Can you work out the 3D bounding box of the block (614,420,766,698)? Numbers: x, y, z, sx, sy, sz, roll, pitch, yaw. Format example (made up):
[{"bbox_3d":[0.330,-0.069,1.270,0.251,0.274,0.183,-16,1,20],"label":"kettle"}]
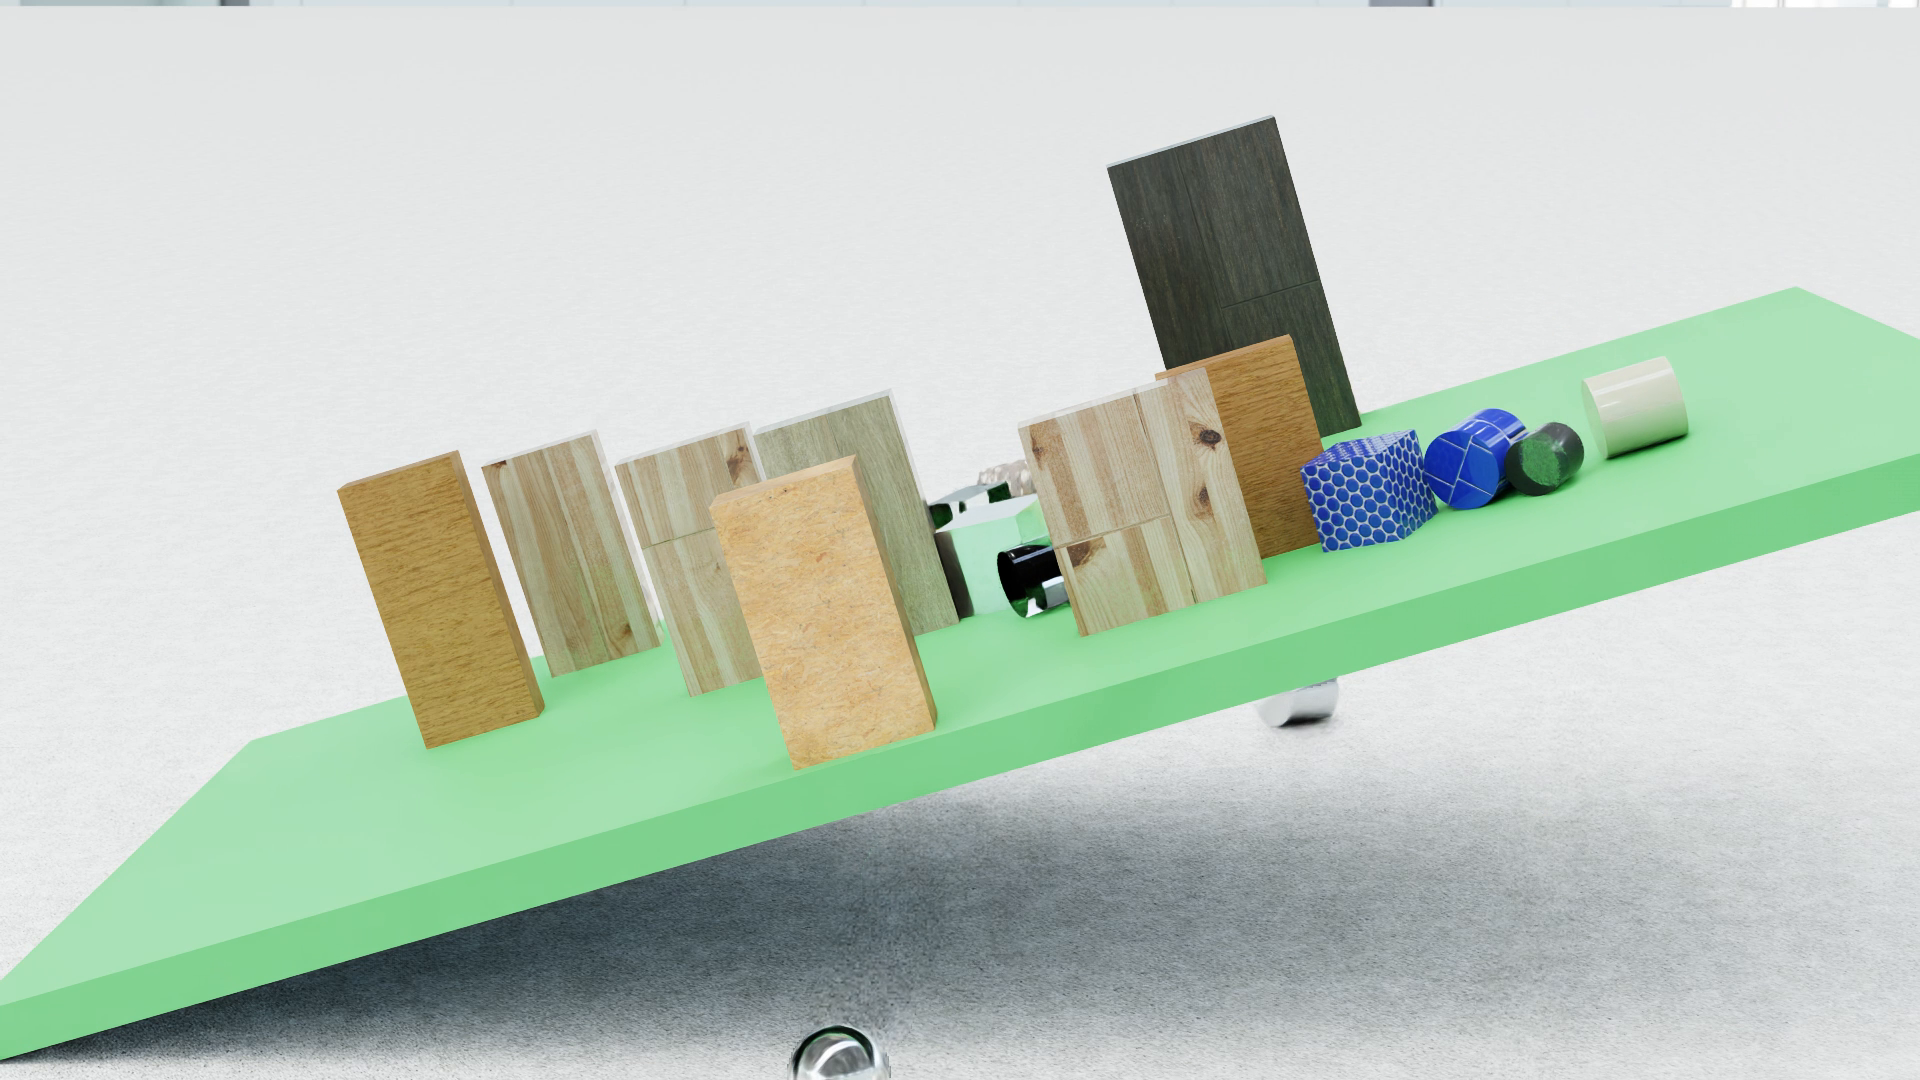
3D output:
[{"bbox_3d":[-0.516,0.041,6.317,0.292,0.527,0.093,-16,10,5],"label":"block"}]

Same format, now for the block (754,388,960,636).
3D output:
[{"bbox_3d":[-0.216,-0.031,6.254,0.299,0.510,0.107,-16,10,5],"label":"block"}]

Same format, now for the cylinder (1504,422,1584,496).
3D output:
[{"bbox_3d":[1.150,-0.160,5.785,0.117,0.117,0.117,8,23,34],"label":"cylinder"}]

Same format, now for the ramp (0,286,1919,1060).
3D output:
[{"bbox_3d":[0.094,0.185,6.316,4.000,0.100,2.000,-16,10,5],"label":"ramp"}]

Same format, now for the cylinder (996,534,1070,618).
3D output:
[{"bbox_3d":[0.175,0.068,6.107,0.147,0.147,0.147,-20,17,-16],"label":"cylinder"}]

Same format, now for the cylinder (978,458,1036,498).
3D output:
[{"bbox_3d":[0.149,-0.111,7.077,0.162,0.162,0.162,-14,6,20],"label":"cylinder"}]

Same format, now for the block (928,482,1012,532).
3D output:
[{"bbox_3d":[0.035,-0.043,6.953,0.143,0.143,0.143,-26,13,-40],"label":"block"}]

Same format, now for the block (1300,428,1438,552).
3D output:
[{"bbox_3d":[0.813,-0.098,5.844,0.178,0.178,0.178,-10,12,35],"label":"block"}]

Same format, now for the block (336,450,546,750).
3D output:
[{"bbox_3d":[-1.167,0.135,6.631,0.267,0.621,0.098,-16,10,5],"label":"block"}]

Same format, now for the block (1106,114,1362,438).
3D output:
[{"bbox_3d":[0.657,-0.587,7.054,0.412,0.768,0.110,-16,10,5],"label":"block"}]

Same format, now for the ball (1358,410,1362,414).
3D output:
[{"bbox_3d":[0.952,-0.246,7.361,0.179,0.179,0.179,0,11,0],"label":"ball"}]

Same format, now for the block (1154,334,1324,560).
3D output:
[{"bbox_3d":[0.589,-0.174,5.957,0.283,0.412,0.095,-16,10,5],"label":"block"}]

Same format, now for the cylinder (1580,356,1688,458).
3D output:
[{"bbox_3d":[1.349,-0.266,5.886,0.166,0.166,0.166,-17,10,4],"label":"cylinder"}]

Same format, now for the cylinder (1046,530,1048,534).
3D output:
[{"bbox_3d":[0.299,-0.006,6.247,0.165,0.165,0.165,-9,3,-38],"label":"cylinder"}]

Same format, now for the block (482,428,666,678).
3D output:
[{"bbox_3d":[-0.921,0.032,7.027,0.274,0.534,0.090,-16,10,5],"label":"block"}]

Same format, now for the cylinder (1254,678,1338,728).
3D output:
[{"bbox_3d":[0.913,0.416,8.003,0.167,0.167,0.167,-7,13,-32],"label":"cylinder"}]

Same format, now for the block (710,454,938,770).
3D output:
[{"bbox_3d":[-0.248,0.133,5.411,0.270,0.513,0.131,-16,10,5],"label":"block"}]

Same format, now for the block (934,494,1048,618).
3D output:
[{"bbox_3d":[0.096,0.031,6.300,0.194,0.194,0.194,-12,11,27],"label":"block"}]

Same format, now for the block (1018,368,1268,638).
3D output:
[{"bbox_3d":[0.356,-0.073,5.745,0.380,0.432,0.087,-16,10,5],"label":"block"}]

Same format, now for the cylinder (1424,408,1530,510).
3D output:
[{"bbox_3d":[1.035,-0.163,5.865,0.163,0.163,0.163,8,23,34],"label":"cylinder"}]

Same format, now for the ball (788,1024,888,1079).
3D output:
[{"bbox_3d":[-0.214,0.943,5.182,0.176,0.176,0.176,0,11,0],"label":"ball"}]
